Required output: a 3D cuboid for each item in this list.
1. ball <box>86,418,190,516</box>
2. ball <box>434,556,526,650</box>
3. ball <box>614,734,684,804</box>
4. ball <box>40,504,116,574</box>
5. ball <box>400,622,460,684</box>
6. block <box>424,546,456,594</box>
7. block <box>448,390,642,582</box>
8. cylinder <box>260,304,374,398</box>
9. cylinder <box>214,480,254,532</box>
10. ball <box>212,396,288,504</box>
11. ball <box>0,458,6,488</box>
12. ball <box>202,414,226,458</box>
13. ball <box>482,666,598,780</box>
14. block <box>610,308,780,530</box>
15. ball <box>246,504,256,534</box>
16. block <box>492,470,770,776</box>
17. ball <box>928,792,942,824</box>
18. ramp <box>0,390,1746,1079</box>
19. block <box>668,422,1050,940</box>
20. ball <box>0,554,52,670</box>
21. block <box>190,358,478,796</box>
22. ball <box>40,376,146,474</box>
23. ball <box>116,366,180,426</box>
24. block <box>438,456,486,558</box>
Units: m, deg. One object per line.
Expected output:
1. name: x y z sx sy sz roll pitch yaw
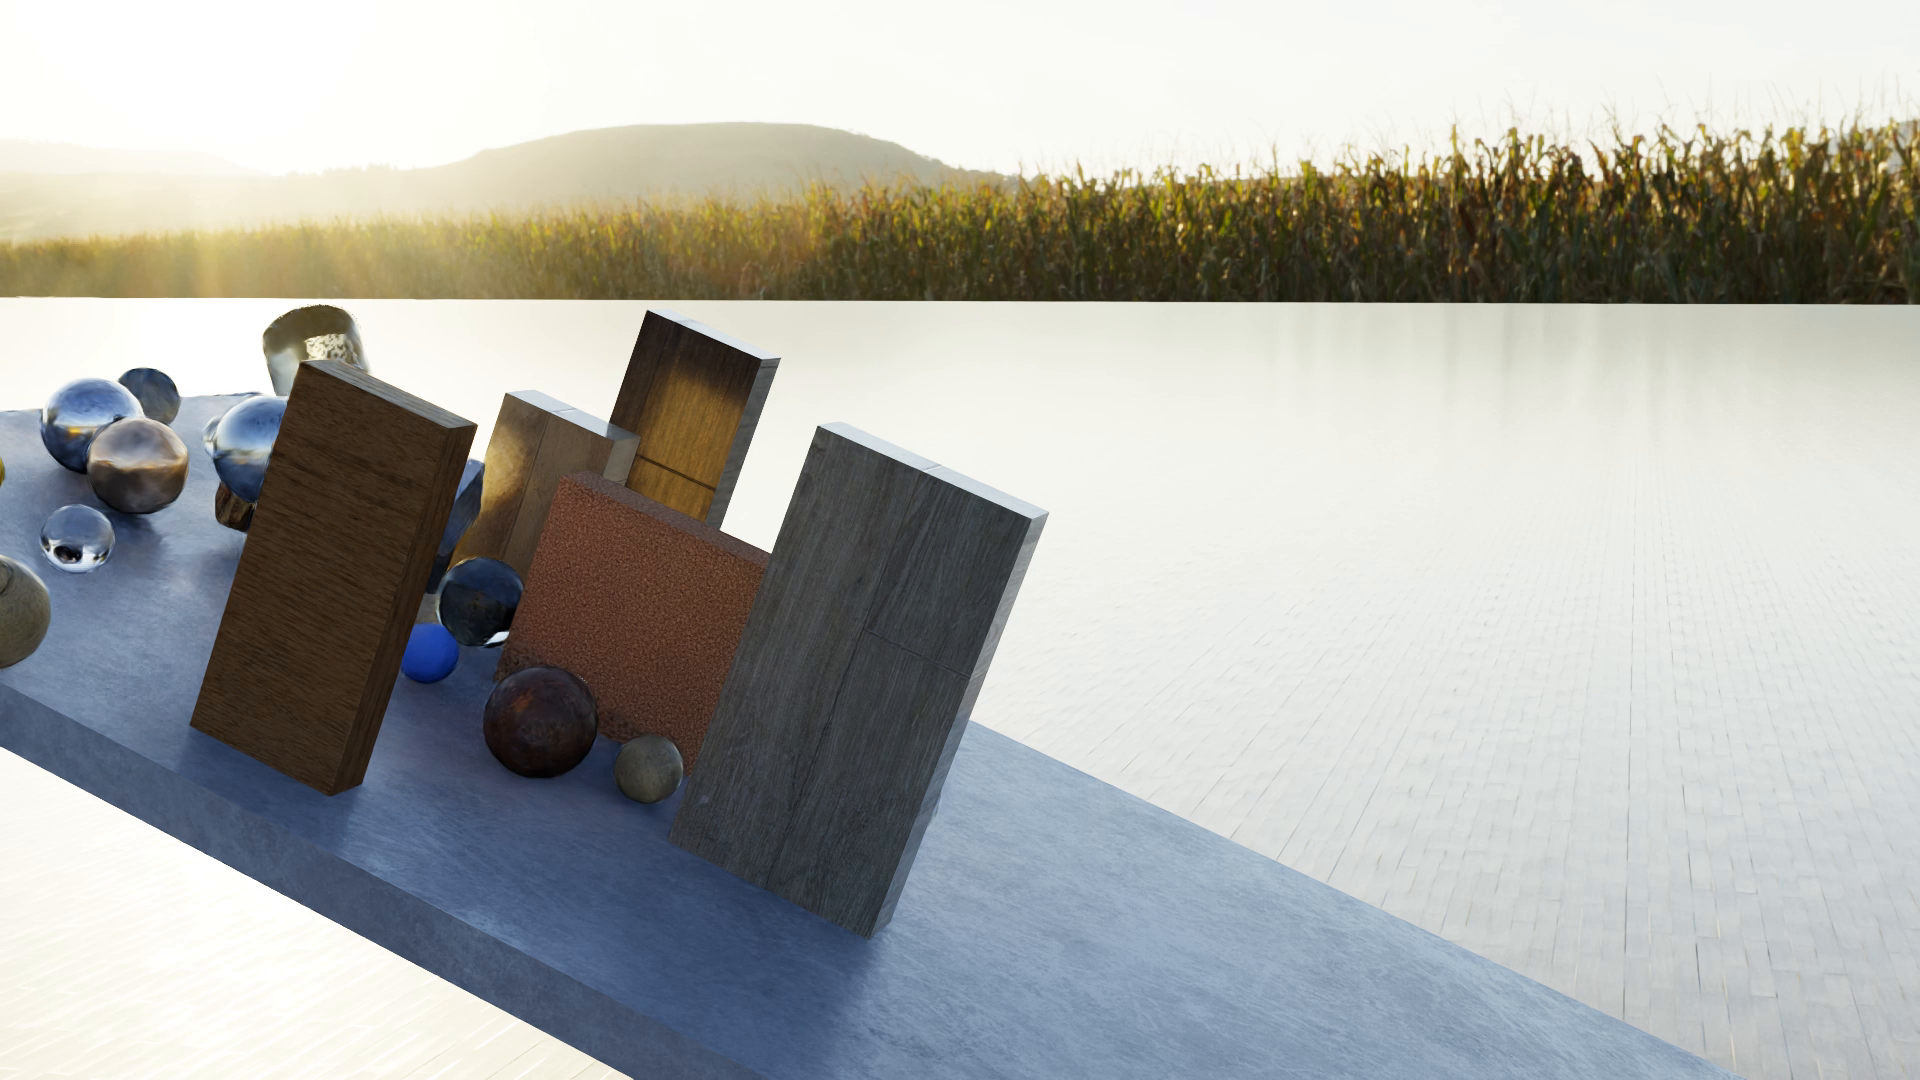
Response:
1. ball: -1.641 -0.147 4.392 0.195 0.195 0.195 0 7 0
2. ball: -0.931 0.122 4.287 0.181 0.181 0.181 0 7 0
3. ball: -0.558 0.411 3.945 0.124 0.124 0.124 0 7 0
4. ball: -1.604 -0.001 3.996 0.127 0.127 0.127 0 7 0
5. ball: -0.994 0.211 4.108 0.115 0.115 0.115 0 7 0
6. block: -1.144 0.034 4.620 0.112 0.112 0.112 13 15 -31
7. block: -0.878 -0.050 4.597 0.262 0.459 0.126 24 13 13
8. cylinder: -1.264 -0.330 4.349 0.192 0.192 0.192 -19 -28 -11
9. cylinder: -1.422 -0.075 4.501 0.143 0.143 0.143 6 -13 41
10. ball: -1.242 -0.160 3.965 0.202 0.202 0.202 0 7 0
11. ball: -1.860 -0.127 4.137 0.117 0.117 0.117 0 7 0
12. ball: -1.637 -0.226 4.921 0.113 0.113 0.113 0 7 0
13. ball: -0.737 0.320 3.867 0.200 0.200 0.200 0 7 0
14. block: -0.665 -0.170 5.015 0.297 0.645 0.115 24 13 13
15. ball: -1.317 -0.021 4.378 0.195 0.195 0.195 0 7 0
16. block: -0.613 0.157 4.210 0.449 0.434 0.114 24 13 13
17. ball: -0.109 0.493 4.257 0.152 0.152 0.152 0 7 0
18. ramp: -0.316 0.566 4.200 4.000 0.100 2.000 24 13 13
19. block: -0.180 0.239 3.756 0.399 0.784 0.114 24 13 13
20. ball: -1.538 0.114 3.482 0.185 0.185 0.185 0 7 0
21. block: -1.006 0.060 3.521 0.277 0.638 0.094 24 13 13
22. ball: -1.780 -0.234 4.516 0.204 0.204 0.204 0 7 0
23. ball: -1.819 -0.313 4.909 0.150 0.150 0.150 0 7 0
24. block: -1.066 -0.087 4.448 0.147 0.147 0.147 22 43 4
